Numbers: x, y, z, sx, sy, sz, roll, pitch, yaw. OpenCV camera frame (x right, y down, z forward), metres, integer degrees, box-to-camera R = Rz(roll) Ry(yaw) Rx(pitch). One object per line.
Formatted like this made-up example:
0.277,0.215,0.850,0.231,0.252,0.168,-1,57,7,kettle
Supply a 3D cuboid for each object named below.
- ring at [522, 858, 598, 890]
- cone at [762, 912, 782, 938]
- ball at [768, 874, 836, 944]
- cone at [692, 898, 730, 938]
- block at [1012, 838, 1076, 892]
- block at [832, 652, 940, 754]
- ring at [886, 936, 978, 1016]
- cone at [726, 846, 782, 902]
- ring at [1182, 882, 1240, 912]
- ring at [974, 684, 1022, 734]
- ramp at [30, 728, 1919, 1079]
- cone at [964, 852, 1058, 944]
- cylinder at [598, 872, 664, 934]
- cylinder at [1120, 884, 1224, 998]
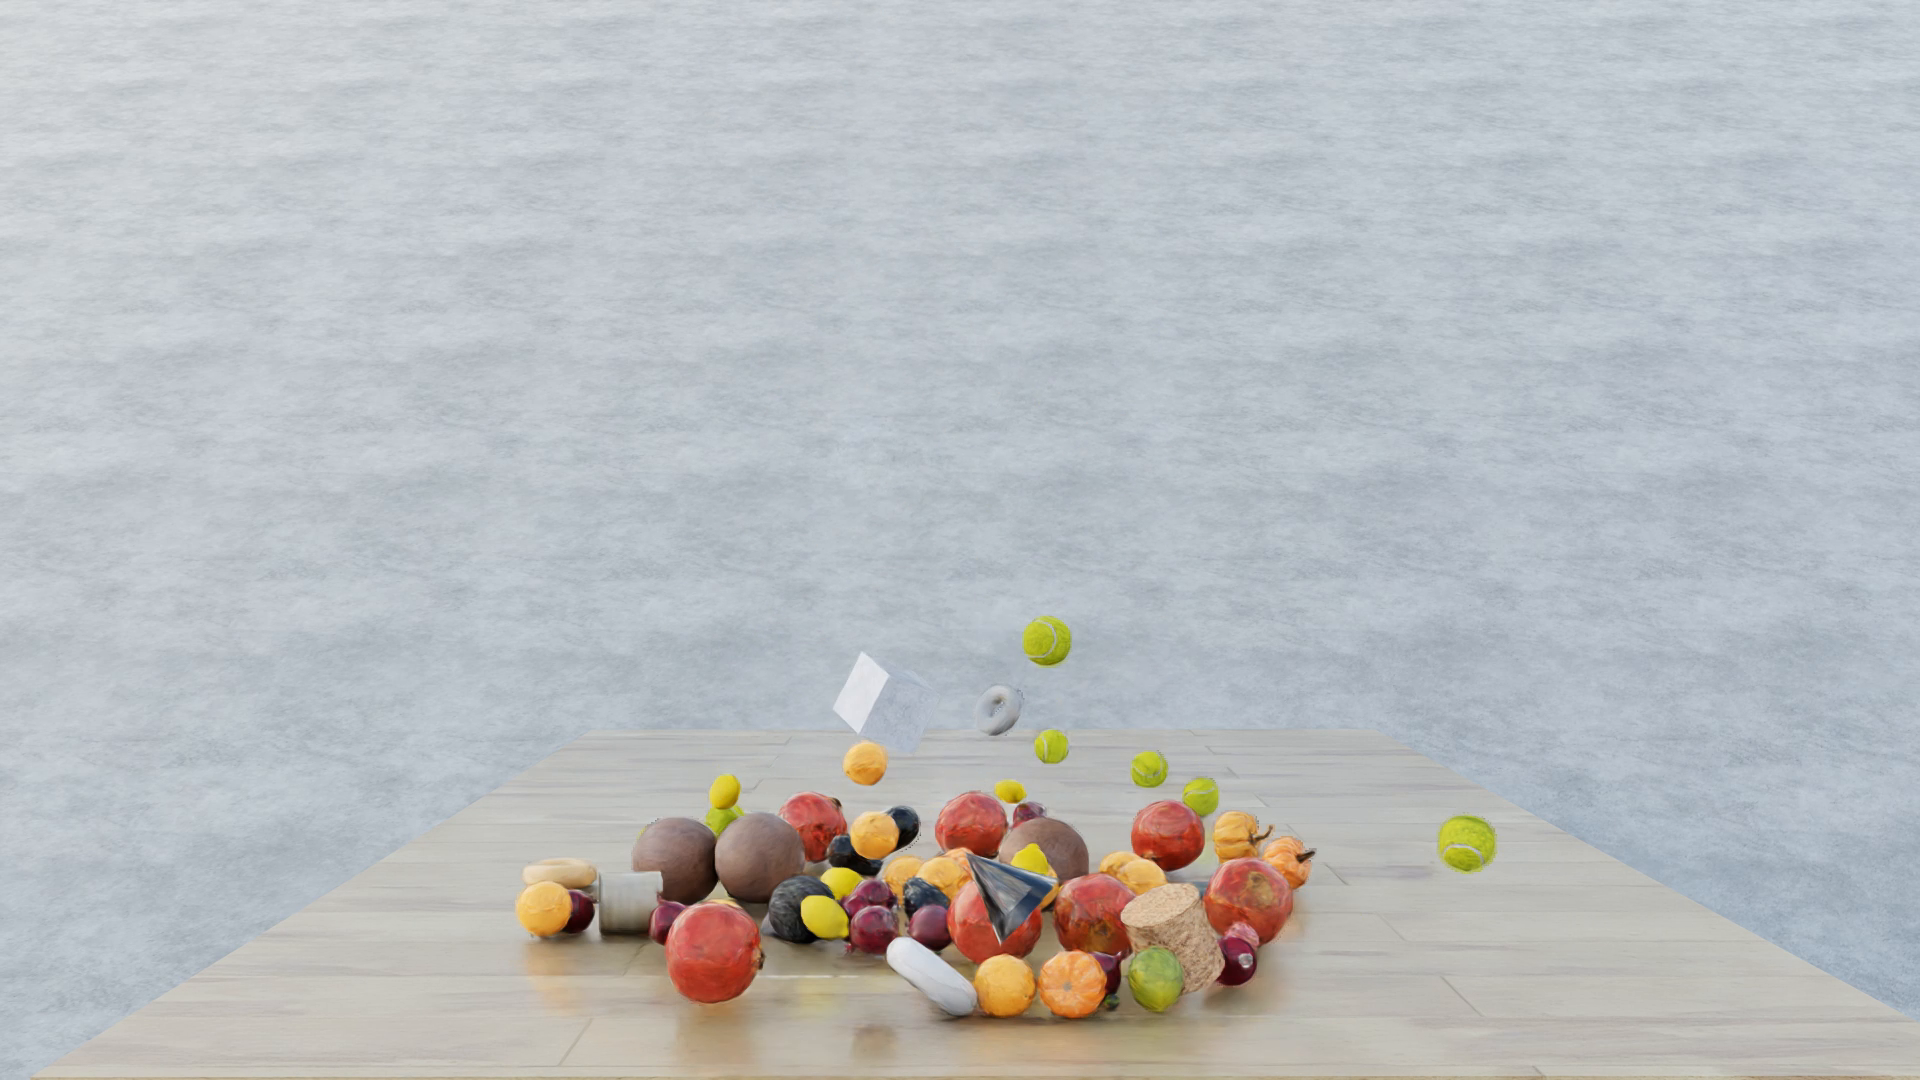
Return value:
-0.603,0.503,3.889,0.114,0.038,0.114,-1,2,0,ring
-0.226,0.516,3.431,0.054,0.054,0.054,20,34,35,cone
-0.206,0.484,3.383,0.090,0.090,0.090,0,28,0,ball
-0.331,0.478,3.322,0.054,0.054,0.054,-10,59,17,cone
0.125,0.487,3.867,0.070,0.070,0.070,0,1,-29,block
-0.089,0.197,3.143,0.080,0.080,0.080,23,7,-32,block
-0.032,0.491,2.904,0.121,0.121,0.040,29,76,42,ring
-0.275,0.504,3.740,0.090,0.090,0.090,31,40,29,cone
0.346,0.508,3.672,0.104,0.035,0.104,0,0,0,ring
0.054,0.238,3.629,0.077,0.026,0.077,-23,49,29,ring
0.062,0.562,4.600,2.000,0.100,4.000,0,1,0,ramp
0.041,0.387,2.922,0.100,0.100,0.100,42,37,4,cone
-0.442,0.487,3.464,0.081,0.081,0.081,0,27,-11,cylinder
0.247,0.465,3.002,0.095,0.095,0.095,-20,16,6,cylinder
